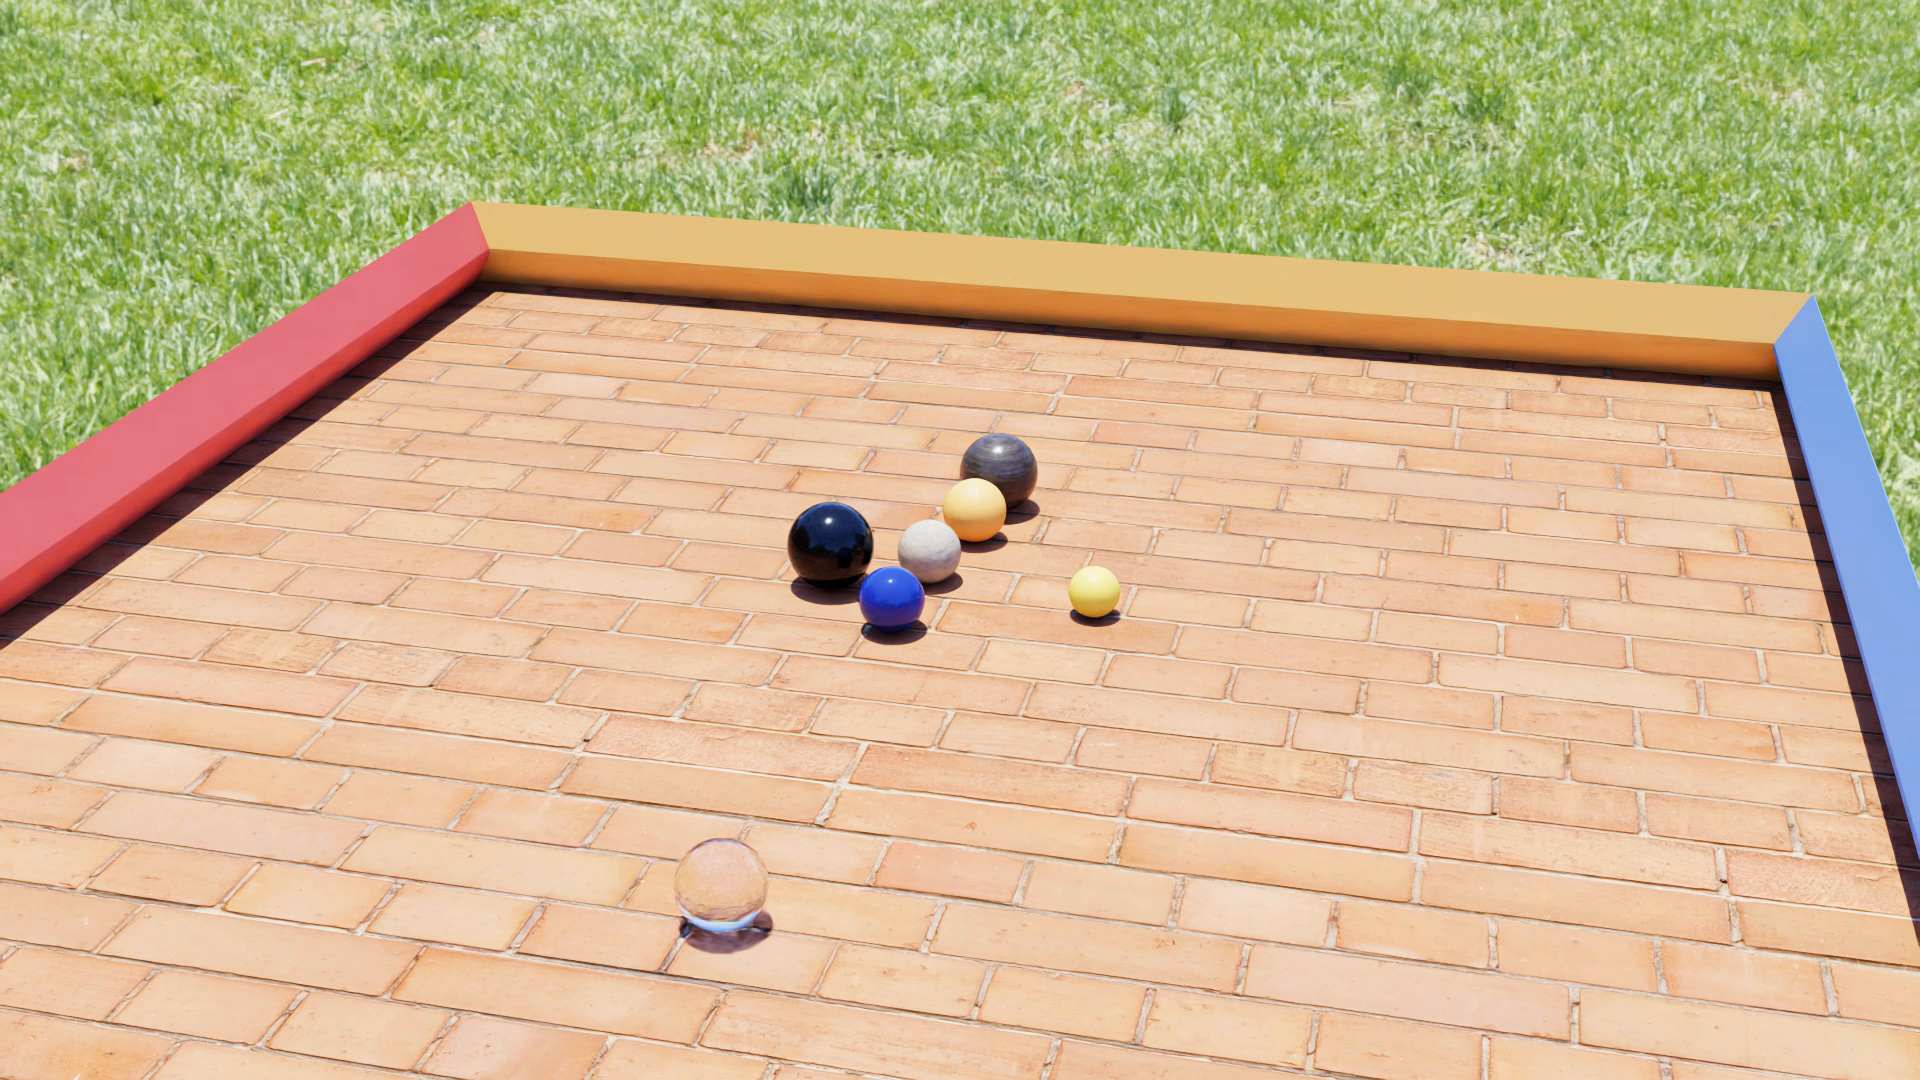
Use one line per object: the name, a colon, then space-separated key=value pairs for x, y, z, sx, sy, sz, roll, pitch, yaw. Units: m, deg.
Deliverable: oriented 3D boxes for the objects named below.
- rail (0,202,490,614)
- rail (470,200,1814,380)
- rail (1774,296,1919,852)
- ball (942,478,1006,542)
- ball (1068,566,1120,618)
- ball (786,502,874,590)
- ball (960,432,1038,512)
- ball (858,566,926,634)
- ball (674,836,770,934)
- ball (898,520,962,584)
rail: x=-1.076 y=0.220 z=1.797 sx=0.045 sy=0.120 sz=3.271 roll=6 pitch=25 yaw=12
rail: x=0.185 y=-0.343 z=3.030 sx=1.869 sy=0.120 sz=0.045 roll=6 pitch=25 yaw=12
rail: x=0.695 y=0.397 z=1.411 sx=0.045 sy=0.120 sz=3.271 roll=6 pitch=25 yaw=12
ball: x=0.016 y=-0.033 z=2.413 sx=0.070 sy=0.070 sz=0.070 roll=0 pitch=25 yaw=0
ball: x=0.137 y=0.053 z=2.246 sx=0.053 sy=0.053 sz=0.053 roll=0 pitch=25 yaw=0
ball: x=-0.135 y=0.006 z=2.302 sx=0.092 sy=0.092 sz=0.092 roll=0 pitch=25 yaw=0
ball: x=0.044 y=-0.076 z=2.486 sx=0.089 sy=0.089 sz=0.089 roll=0 pitch=25 yaw=0
ball: x=-0.069 y=0.060 z=2.213 sx=0.068 sy=0.068 sz=0.068 roll=0 pitch=25 yaw=0
ball: x=-0.189 y=0.273 z=1.738 sx=0.075 sy=0.075 sz=0.075 roll=0 pitch=25 yaw=0
ball: x=-0.032 y=0.012 z=2.318 sx=0.068 sy=0.068 sz=0.068 roll=0 pitch=25 yaw=0
